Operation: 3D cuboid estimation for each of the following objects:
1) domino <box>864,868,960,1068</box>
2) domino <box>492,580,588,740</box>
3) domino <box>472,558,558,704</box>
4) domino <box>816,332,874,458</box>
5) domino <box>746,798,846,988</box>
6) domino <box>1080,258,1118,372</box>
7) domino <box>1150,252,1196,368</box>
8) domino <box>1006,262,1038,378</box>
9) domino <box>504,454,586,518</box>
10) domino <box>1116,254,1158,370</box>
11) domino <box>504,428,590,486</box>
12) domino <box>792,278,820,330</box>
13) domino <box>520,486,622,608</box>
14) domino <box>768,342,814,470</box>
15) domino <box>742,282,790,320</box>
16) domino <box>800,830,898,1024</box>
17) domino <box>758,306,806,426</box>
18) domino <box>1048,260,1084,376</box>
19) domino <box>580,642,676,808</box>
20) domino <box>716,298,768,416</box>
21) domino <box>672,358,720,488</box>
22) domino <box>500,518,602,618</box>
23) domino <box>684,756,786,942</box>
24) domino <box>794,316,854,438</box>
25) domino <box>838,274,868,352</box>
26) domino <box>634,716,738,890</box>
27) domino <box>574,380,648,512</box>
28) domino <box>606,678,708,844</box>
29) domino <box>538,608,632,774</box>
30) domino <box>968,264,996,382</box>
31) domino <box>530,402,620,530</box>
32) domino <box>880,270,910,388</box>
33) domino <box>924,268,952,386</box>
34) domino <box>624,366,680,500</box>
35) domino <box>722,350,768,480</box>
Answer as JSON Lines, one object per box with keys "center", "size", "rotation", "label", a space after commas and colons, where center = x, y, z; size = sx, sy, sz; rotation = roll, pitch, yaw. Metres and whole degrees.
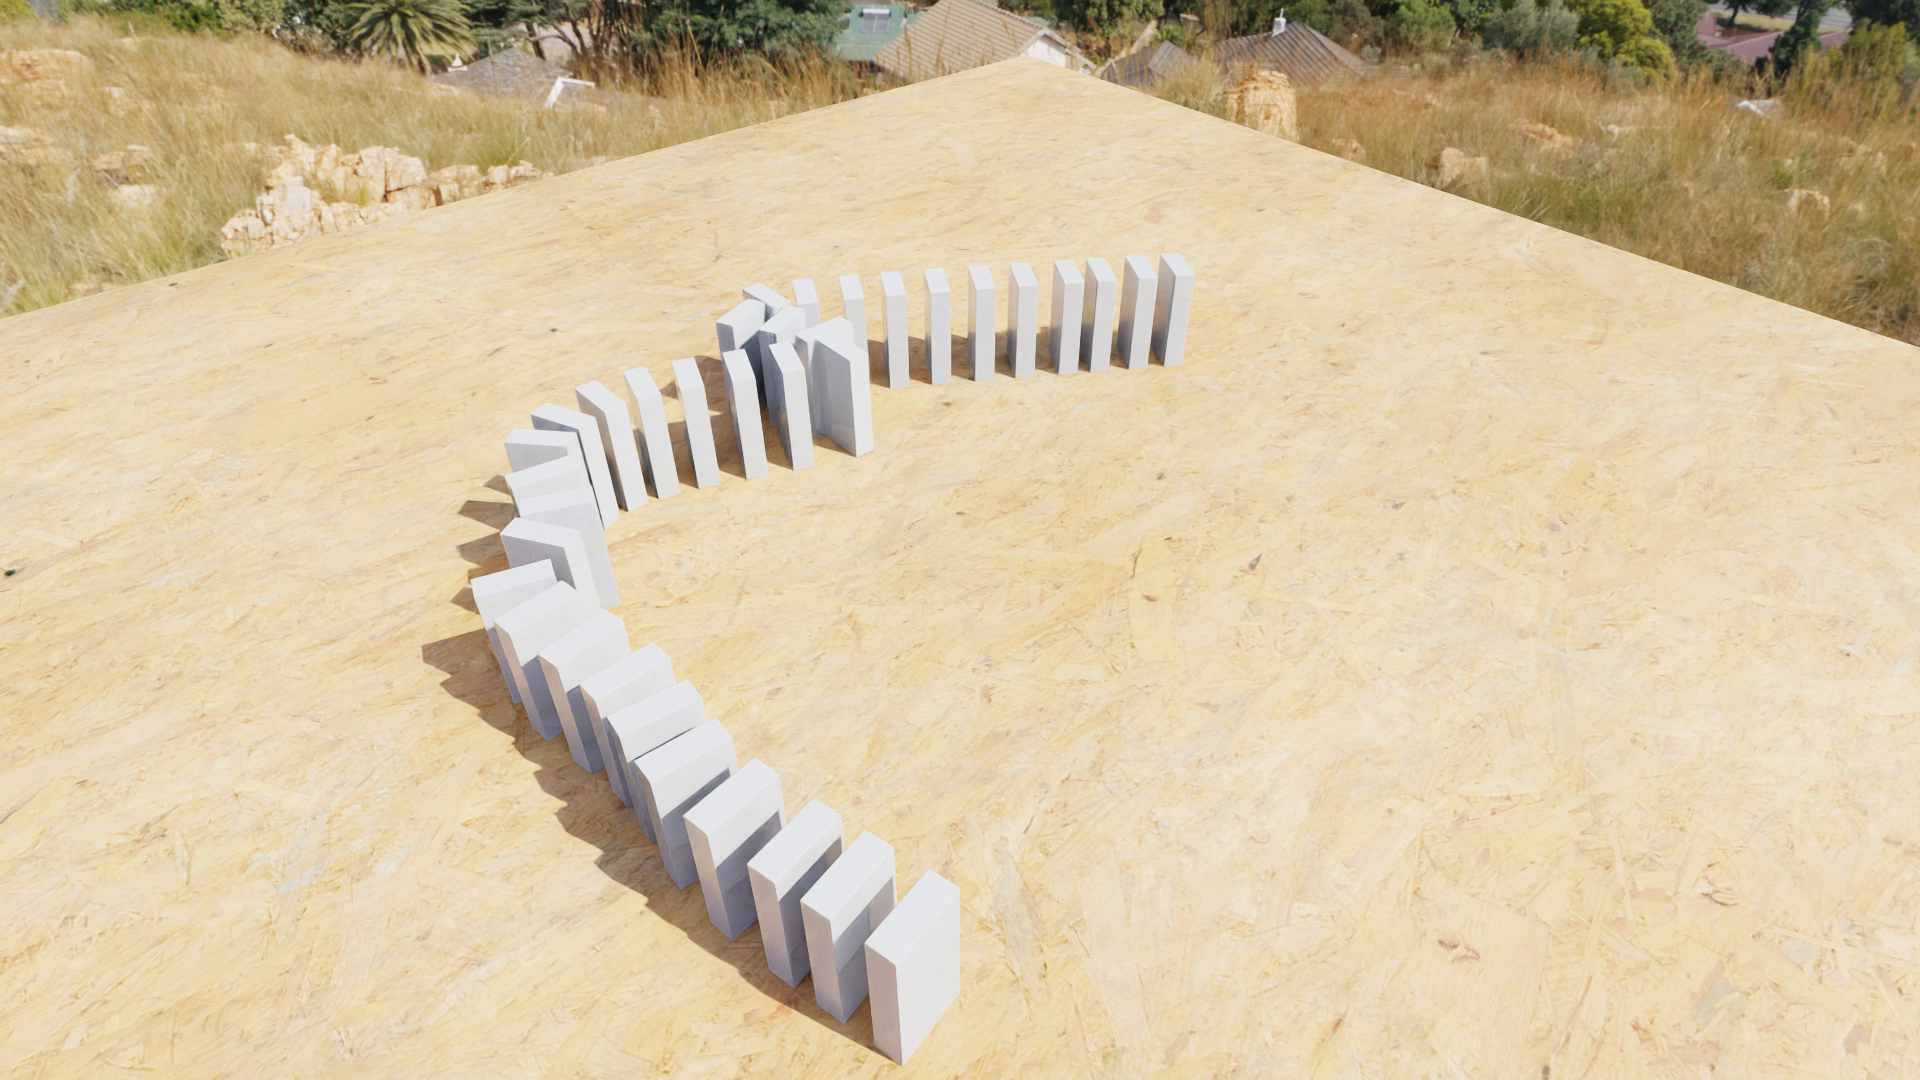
{"center": [-0.011, 0.109, 0.279], "size": [0.010, 0.050, 0.025], "rotation": [25, 45, 27], "label": "domino"}
{"center": [-0.133, 0.040, 0.362], "size": [0.010, 0.050, 0.025], "rotation": [29, 47, 30], "label": "domino"}
{"center": [-0.145, 0.032, 0.373], "size": [0.025, 0.050, 0.010], "rotation": [-16, 42, -19], "label": "domino"}
{"center": [-0.051, -0.064, 0.490], "size": [0.010, 0.050, 0.025], "rotation": [-29, 47, -31], "label": "domino"}
{"center": [-0.042, 0.095, 0.295], "size": [0.010, 0.050, 0.025], "rotation": [25, 45, 27], "label": "domino"}
{"center": [0.069, -0.112, 0.548], "size": [0.010, 0.050, 0.025], "rotation": [-5, 40, -6], "label": "domino"}
{"center": [0.106, -0.115, 0.552], "size": [0.009, 0.050, 0.025], "rotation": [-6, 40, -7], "label": "domino"}
{"center": [0.031, -0.108, 0.544], "size": [0.010, 0.050, 0.025], "rotation": [-5, 40, -6], "label": "domino"}
{"center": [-0.153, -0.006, 0.419], "size": [0.025, 0.050, 0.010], "rotation": [-23, 44, -25], "label": "domino"}
{"center": [0.088, -0.114, 0.550], "size": [0.010, 0.050, 0.025], "rotation": [-5, 40, -6], "label": "domino"}
{"center": [-0.160, -0.020, 0.436], "size": [0.025, 0.050, 0.009], "rotation": [4, 39, 5], "label": "domino"}
{"center": [-0.073, -0.097, 0.530], "size": [0.010, 0.050, 0.025], "rotation": [-8, 40, -10], "label": "domino"}
{"center": [-0.143, 0.005, 0.405], "size": [0.025, 0.050, 0.010], "rotation": [-12, 41, -14], "label": "domino"}
{"center": [-0.074, -0.059, 0.483], "size": [0.009, 0.050, 0.025], "rotation": [-14, 41, -16], "label": "domino"}
{"center": [-0.090, -0.095, 0.527], "size": [0.010, 0.050, 0.025], "rotation": [-30, 48, -31], "label": "domino"}
{"center": [-0.028, 0.102, 0.287], "size": [0.009, 0.050, 0.025], "rotation": [24, 45, 26], "label": "domino"}
{"center": [-0.080, -0.080, 0.509], "size": [0.009, 0.050, 0.025], "rotation": [16, 42, 18], "label": "domino"}
{"center": [0.053, -0.110, 0.546], "size": [0.010, 0.050, 0.025], "rotation": [-5, 40, -6], "label": "domino"}
{"center": [-0.099, 0.058, 0.341], "size": [0.025, 0.050, 0.009], "rotation": [-32, 49, -33], "label": "domino"}
{"center": [-0.099, -0.084, 0.514], "size": [0.010, 0.050, 0.025], "rotation": [18, 43, 21], "label": "domino"}
{"center": [-0.113, -0.050, 0.472], "size": [0.010, 0.050, 0.025], "rotation": [-13, 41, -15], "label": "domino"}
{"center": [-0.144, 0.017, 0.391], "size": [0.025, 0.050, 0.010], "rotation": [10, 40, 12], "label": "domino"}
{"center": [-0.060, 0.086, 0.306], "size": [0.009, 0.050, 0.025], "rotation": [27, 47, 29], "label": "domino"}
{"center": [-0.060, -0.074, 0.502], "size": [0.025, 0.050, 0.009], "rotation": [-30, 48, -32], "label": "domino"}
{"center": [-0.051, -0.100, 0.534], "size": [0.009, 0.050, 0.025], "rotation": [-7, 40, -8], "label": "domino"}
{"center": [-0.076, 0.077, 0.318], "size": [0.025, 0.050, 0.010], "rotation": [-27, 47, -29], "label": "domino"}
{"center": [-0.145, -0.039, 0.459], "size": [0.010, 0.050, 0.025], "rotation": [-30, 48, -32], "label": "domino"}
{"center": [-0.087, 0.067, 0.330], "size": [0.025, 0.050, 0.010], "rotation": [-25, 45, -27], "label": "domino"}
{"center": [-0.116, 0.049, 0.352], "size": [0.009, 0.050, 0.025], "rotation": [26, 46, 28], "label": "domino"}
{"center": [0.010, -0.106, 0.541], "size": [0.009, 0.050, 0.025], "rotation": [-5, 40, -7], "label": "domino"}
{"center": [-0.156, -0.030, 0.448], "size": [0.025, 0.050, 0.010], "rotation": [17, 42, 20], "label": "domino"}
{"center": [-0.032, -0.102, 0.536], "size": [0.009, 0.050, 0.025], "rotation": [-6, 40, -7], "label": "domino"}
{"center": [-0.011, -0.104, 0.539], "size": [0.009, 0.050, 0.025], "rotation": [-6, 40, -7], "label": "domino"}
{"center": [-0.131, -0.045, 0.467], "size": [0.009, 0.050, 0.025], "rotation": [-18, 43, -20], "label": "domino"}
{"center": [-0.093, -0.054, 0.478], "size": [0.010, 0.050, 0.025], "rotation": [-12, 41, -14], "label": "domino"}
